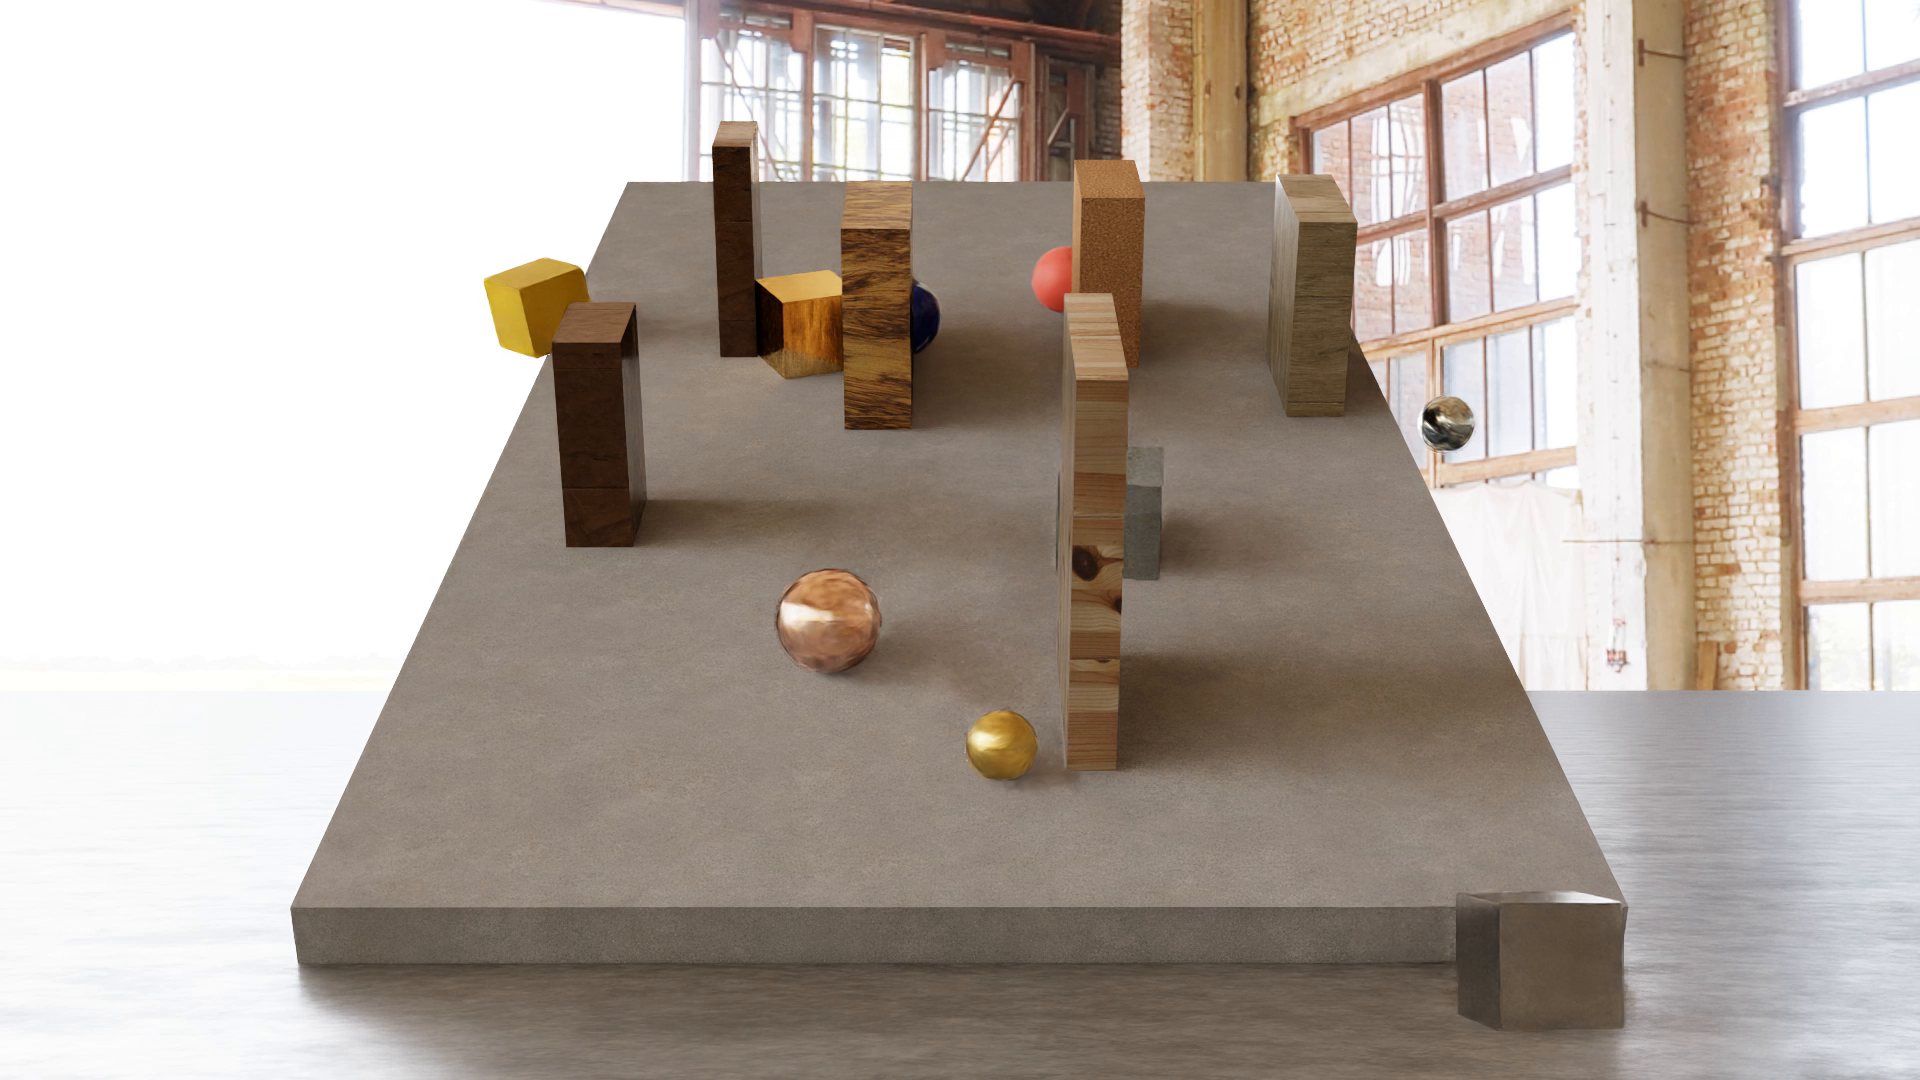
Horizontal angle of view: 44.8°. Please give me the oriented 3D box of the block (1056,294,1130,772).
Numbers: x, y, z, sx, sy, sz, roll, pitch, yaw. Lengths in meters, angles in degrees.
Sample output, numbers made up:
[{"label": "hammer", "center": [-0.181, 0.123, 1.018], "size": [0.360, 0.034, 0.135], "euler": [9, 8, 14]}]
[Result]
[{"label": "block", "center": [0.217, -0.018, 3.902], "size": [0.081, 0.688, 0.422], "euler": [0, 24, 0]}]

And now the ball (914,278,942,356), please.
[{"label": "ball", "center": [-0.146, -0.542, 5.652], "size": [0.201, 0.201, 0.201], "euler": [0, -4, 0]}]

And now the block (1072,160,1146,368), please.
[{"label": "block", "center": [0.357, -0.677, 5.686], "size": [0.149, 0.422, 0.340], "euler": [0, 24, 0]}]

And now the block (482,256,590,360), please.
[{"label": "block", "center": [-1.036, -0.574, 5.751], "size": [0.181, 0.181, 0.181], "euler": [-26, 29, -33]}]

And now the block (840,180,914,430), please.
[{"label": "block", "center": [-0.185, -0.542, 5.328], "size": [0.150, 0.468, 0.390], "euler": [0, 24, 0]}]

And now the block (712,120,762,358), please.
[{"label": "block", "center": [-0.539, -0.735, 5.686], "size": [0.090, 0.523, 0.245], "euler": [0, 24, 0]}]

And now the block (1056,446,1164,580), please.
[{"label": "block", "center": [0.296, -0.057, 4.583], "size": [0.199, 0.199, 0.199], "euler": [3, 24, 6]}]

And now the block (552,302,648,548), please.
[{"label": "block", "center": [-0.721, -0.233, 4.684], "size": [0.133, 0.432, 0.244], "euler": [0, 24, 0]}]

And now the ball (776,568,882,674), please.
[{"label": "ball", "center": [-0.233, 0.144, 4.149], "size": [0.187, 0.187, 0.187], "euler": [0, -4, 0]}]

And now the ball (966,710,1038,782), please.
[{"label": "ball", "center": [0.069, 0.336, 3.811], "size": [0.117, 0.117, 0.117], "euler": [0, -4, 0]}]

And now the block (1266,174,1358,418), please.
[{"label": "block", "center": [0.811, -0.572, 5.409], "size": [0.129, 0.460, 0.394], "euler": [0, 24, 0]}]

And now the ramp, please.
[{"label": "ramp", "center": [-0.008, -0.229, 5.325], "size": [2.000, 0.100, 4.000], "euler": [0, 24, 0]}]

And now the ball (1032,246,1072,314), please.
[{"label": "ball", "center": [0.268, -0.666, 5.968], "size": [0.169, 0.169, 0.169], "euler": [0, -4, 0]}]

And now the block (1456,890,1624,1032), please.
[{"label": "block", "center": [0.722, 0.524, 2.913], "size": [0.155, 0.155, 0.155], "euler": [0, -4, -7]}]

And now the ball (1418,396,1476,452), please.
[{"label": "ball", "center": [1.163, -0.278, 5.574], "size": [0.135, 0.135, 0.135], "euler": [0, -4, 0]}]

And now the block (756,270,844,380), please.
[{"label": "block", "center": [-0.367, -0.520, 5.615], "size": [0.192, 0.192, 0.192], "euler": [-10, 26, -22]}]
